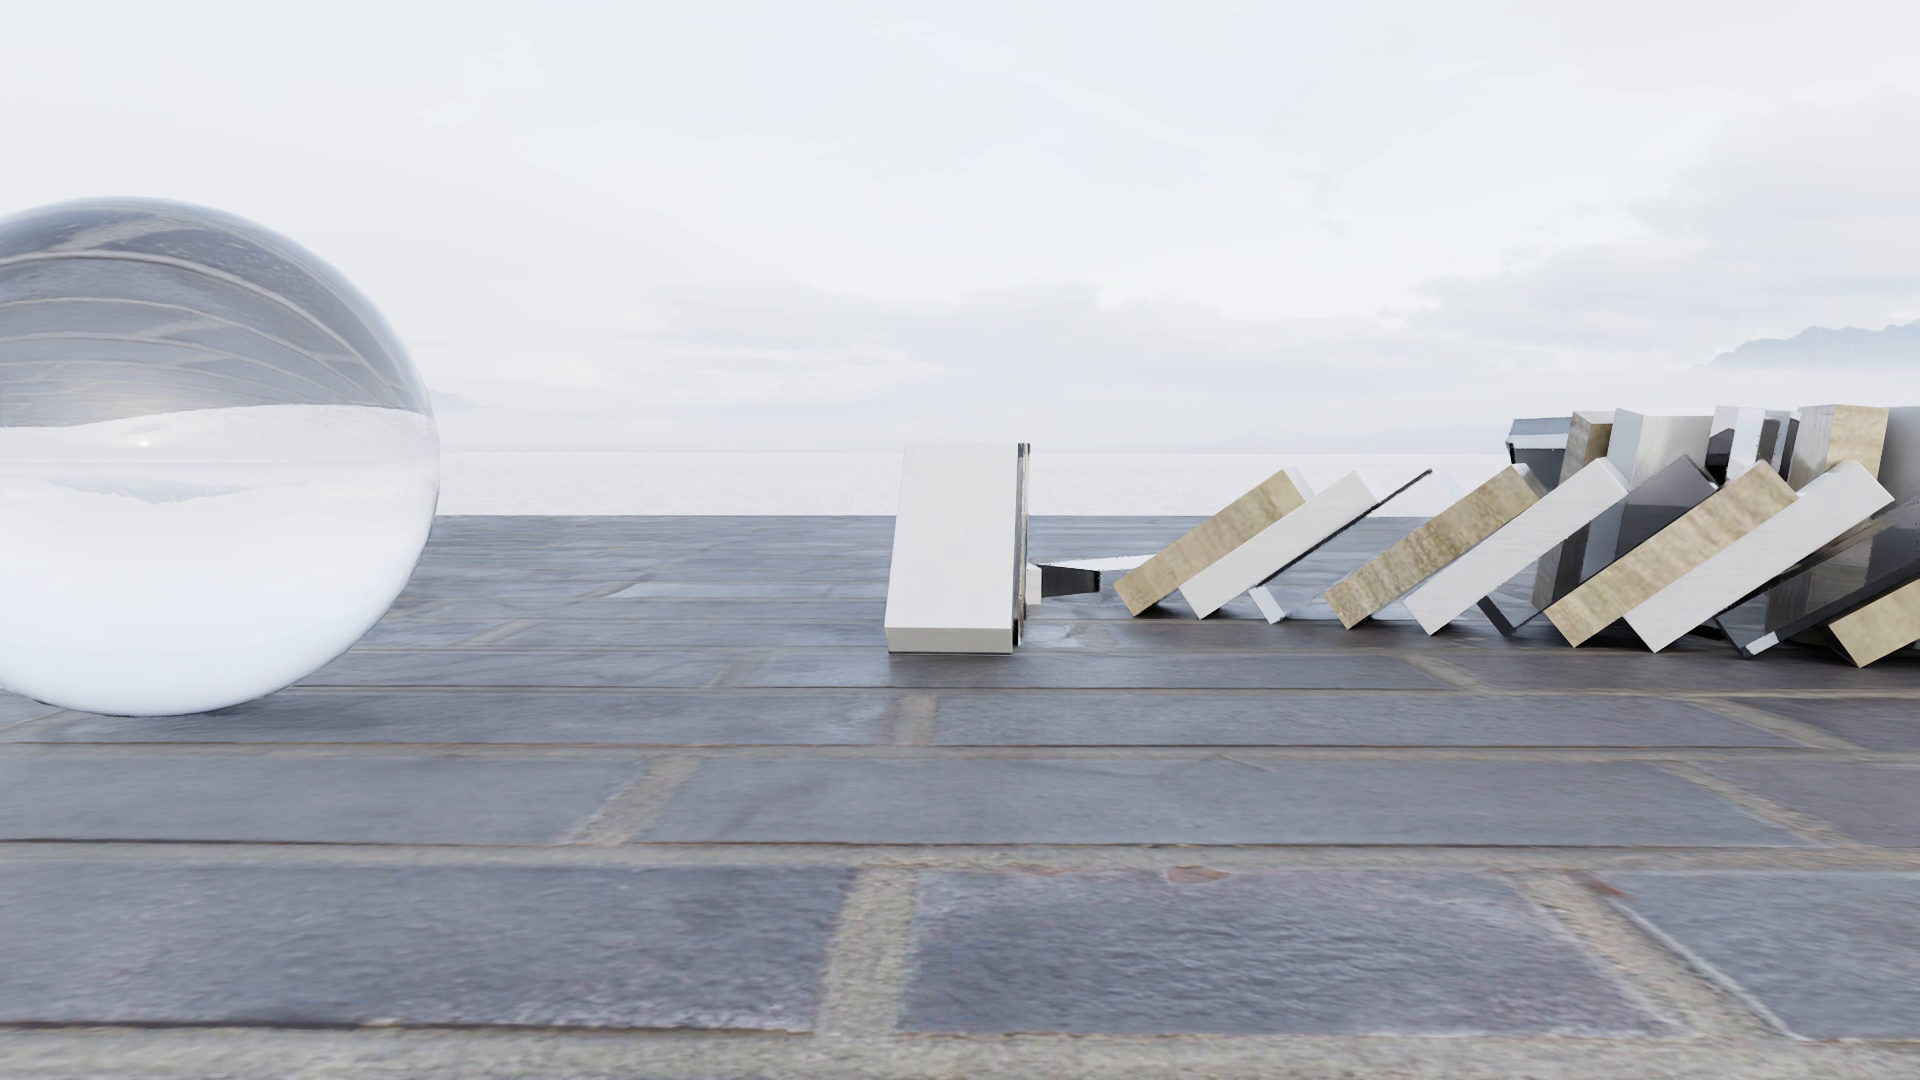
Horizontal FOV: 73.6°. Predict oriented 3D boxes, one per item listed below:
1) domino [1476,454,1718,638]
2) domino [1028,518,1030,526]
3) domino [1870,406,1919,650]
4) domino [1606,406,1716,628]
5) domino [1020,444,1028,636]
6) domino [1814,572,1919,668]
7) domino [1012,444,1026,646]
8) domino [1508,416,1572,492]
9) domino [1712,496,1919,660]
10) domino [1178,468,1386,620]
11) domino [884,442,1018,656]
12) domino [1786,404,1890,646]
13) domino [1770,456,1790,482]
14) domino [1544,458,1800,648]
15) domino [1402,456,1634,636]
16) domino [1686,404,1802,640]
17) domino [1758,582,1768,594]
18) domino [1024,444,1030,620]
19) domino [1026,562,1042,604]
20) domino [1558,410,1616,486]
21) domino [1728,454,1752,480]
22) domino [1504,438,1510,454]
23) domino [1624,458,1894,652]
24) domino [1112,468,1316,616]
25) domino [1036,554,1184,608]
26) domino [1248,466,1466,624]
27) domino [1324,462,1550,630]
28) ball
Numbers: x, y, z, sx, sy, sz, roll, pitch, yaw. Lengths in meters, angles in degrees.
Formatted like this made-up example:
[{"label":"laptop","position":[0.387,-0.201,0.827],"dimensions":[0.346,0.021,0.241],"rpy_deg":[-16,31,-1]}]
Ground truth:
[{"label":"domino","position":[0.137,0.001,0.277],"dimensions":[0.050,0.009,0.025],"rpy_deg":[-43,-17,26]},{"label":"domino","position":[0.005,-0.002,0.339],"dimensions":[0.025,0.010,0.050],"rpy_deg":[1,43,5]},{"label":"domino","position":[0.201,-0.003,0.274],"dimensions":[0.009,0.050,0.025],"rpy_deg":[2,4,-2]},{"label":"domino","position":[0.162,-0.005,0.298],"dimensions":[0.025,0.050,0.009],"rpy_deg":[-1,17,-11]},{"label":"domino","position":[0.003,-0.001,0.297],"dimensions":[0.025,0.050,0.009],"rpy_deg":[0,-39,5]},{"label":"domino","position":[0.193,0.006,0.247],"dimensions":[0.050,0.009,0.025],"rpy_deg":[-36,-10,22]},{"label":"domino","position":[0.001,0.000,0.284],"dimensions":[0.025,0.050,0.009],"rpy_deg":[0,-39,5]},{"label":"domino","position":[0.157,-0.007,0.330],"dimensions":[0.025,0.050,0.010],"rpy_deg":[0,31,33]},{"label":"domino","position":[0.176,0.005,0.254],"dimensions":[0.050,0.010,0.025],"rpy_deg":[-37,-14,26]},{"label":"domino","position":[0.079,0.001,0.314],"dimensions":[0.050,0.009,0.025],"rpy_deg":[-36,-9,20]},{"label":"domino","position":[-0.001,0.001,0.271],"dimensions":[0.025,0.050,0.010],"rpy_deg":[0,-39,5]},{"label":"domino","position":[0.186,-0.004,0.278],"dimensions":[0.010,0.050,0.025],"rpy_deg":[8,6,17]},{"label":"domino","position":[0.243,-0.003,0.345],"dimensions":[0.025,0.010,0.050],"rpy_deg":[-3,44,-31]},{"label":"domino","position":[0.148,0.003,0.269],"dimensions":[0.050,0.010,0.025],"rpy_deg":[-43,-17,26]},{"label":"domino","position":[0.124,0.001,0.286],"dimensions":[0.050,0.010,0.025],"rpy_deg":[-43,-17,26]},{"label":"domino","position":[0.173,-0.004,0.285],"dimensions":[0.025,0.050,0.010],"rpy_deg":[-4,14,-42]},{"label":"domino","position":[0.215,-0.006,0.368],"dimensions":[0.025,0.009,0.050],"rpy_deg":[2,43,-52]},{"label":"domino","position":[0.005,-0.003,0.323],"dimensions":[0.025,0.050,0.010],"rpy_deg":[0,-39,5]},{"label":"domino","position":[0.006,0.011,0.363],"dimensions":[0.025,0.009,0.050],"rpy_deg":[-1,4,-8]},{"label":"domino","position":[0.159,-0.006,0.312],"dimensions":[0.025,0.050,0.010],"rpy_deg":[0,24,0]},{"label":"domino","position":[0.230,-0.004,0.357],"dimensions":[0.025,0.009,0.050],"rpy_deg":[-2,45,-41]},{"label":"domino","position":[0.167,-0.007,0.343],"dimensions":[0.010,0.050,0.025],"rpy_deg":[-35,20,-23]},{"label":"domino","position":[0.161,0.003,0.262],"dimensions":[0.050,0.010,0.025],"rpy_deg":[-43,-17,26]},{"label":"domino","position":[0.064,0.000,0.320],"dimensions":[0.050,0.009,0.025],"rpy_deg":[-36,-9,20]},{"label":"domino","position":[0.048,0.011,0.360],"dimensions":[0.050,0.010,0.025],"rpy_deg":[-3,6,-39]},{"label":"domino","position":[0.095,0.001,0.305],"dimensions":[0.050,0.010,0.025],"rpy_deg":[-38,-13,25]},{"label":"domino","position":[0.110,0.001,0.295],"dimensions":[0.050,0.010,0.025],"rpy_deg":[-40,-16,26]},{"label":"ball","position":[-0.124,-0.013,0.200],"dimensions":[0.080,0.080,0.080],"rpy_deg":[0,4,0]}]
